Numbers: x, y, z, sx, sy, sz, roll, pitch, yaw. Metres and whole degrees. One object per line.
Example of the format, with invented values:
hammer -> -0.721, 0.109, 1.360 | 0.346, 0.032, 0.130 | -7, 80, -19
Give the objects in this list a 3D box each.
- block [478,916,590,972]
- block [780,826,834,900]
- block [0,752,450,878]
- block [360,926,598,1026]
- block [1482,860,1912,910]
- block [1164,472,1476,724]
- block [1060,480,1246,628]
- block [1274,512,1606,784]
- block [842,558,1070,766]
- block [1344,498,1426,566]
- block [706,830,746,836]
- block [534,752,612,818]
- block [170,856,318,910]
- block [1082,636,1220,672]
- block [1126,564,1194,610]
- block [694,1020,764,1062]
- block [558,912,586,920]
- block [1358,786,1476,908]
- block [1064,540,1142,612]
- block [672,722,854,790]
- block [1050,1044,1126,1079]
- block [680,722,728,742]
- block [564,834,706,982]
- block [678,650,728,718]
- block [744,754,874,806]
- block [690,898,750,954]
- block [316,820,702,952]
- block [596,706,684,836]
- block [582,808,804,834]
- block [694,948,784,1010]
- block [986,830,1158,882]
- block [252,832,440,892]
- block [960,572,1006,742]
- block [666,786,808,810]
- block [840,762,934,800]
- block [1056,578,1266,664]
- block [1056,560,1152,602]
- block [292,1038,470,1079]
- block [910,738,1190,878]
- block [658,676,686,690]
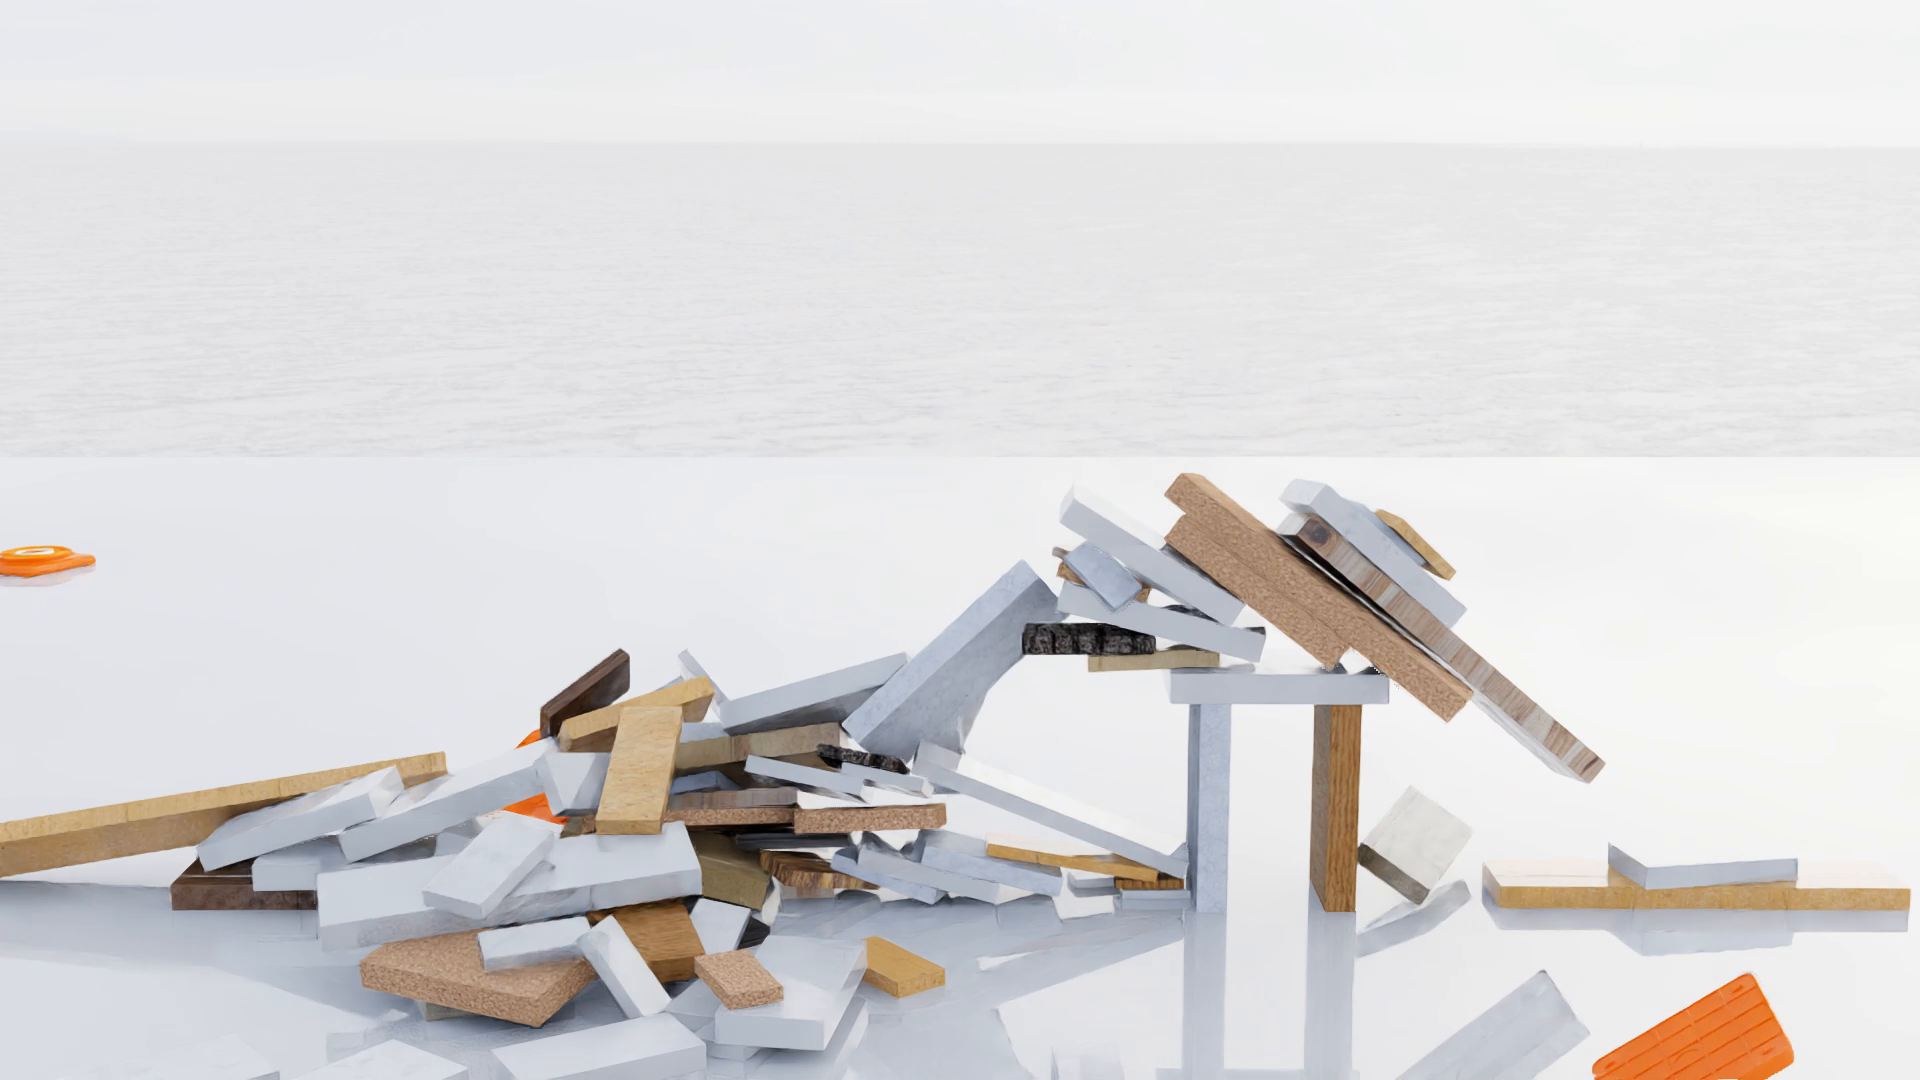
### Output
block -> -0.610, 0.581, 3.168 | 0.157, 0.022, 0.078 | -6, 20, -17
block -> -0.270, 0.553, 3.800 | 0.088, 0.025, 0.317 | -1, 11, -7
block -> -1.266, 0.470, 3.761 | 0.780, 0.036, 0.129 | -9, -31, -10
block -> -0.695, 0.619, 3.178 | 0.303, 0.043, 0.152 | 6, 20, 23
block -> 1.218, 0.573, 3.657 | 0.667, 0.038, 0.134 | 0, 11, 1
block -> 0.584, 0.088, 3.570 | 0.577, 0.047, 0.167 | 40, 12, 13
block -> 0.308, 0.022, 3.545 | 0.319, 0.045, 0.160 | 32, 12, -3
block -> 0.791, 0.176, 3.644 | 0.638, 0.045, 0.160 | 40, -3, -5
block -> -0.003, 0.214, 3.685 | 0.048, 0.405, 0.170 | 47, 0, 32
block -> 0.692, -0.009, 3.617 | 0.149, 0.021, 0.075 | 40, -3, -15
block -> -0.398, 0.507, 3.967 | 0.186, 0.026, 0.093 | -7, 9, 10
block -> -0.593, 0.396, 3.574 | 0.028, 0.099, 0.199 | -37, -24, 29
block -> -1.073, 0.569, 3.664 | 0.428, 0.043, 0.153 | 0, 11, -1
block -> 0.310, 0.185, 3.591 | 0.212, 0.030, 0.106 | -2, 10, -1
block -> 0.324, 0.068, 3.551 | 0.120, 0.017, 0.060 | 30, 13, -12
block -> -0.301, 0.685, 3.093 | 0.083, 0.024, 0.166 | 5, 11, 23
block -> -0.541, 0.568, 3.440 | 0.178, 0.025, 0.089 | 5, 21, -19
block -> 0.769, 0.514, 3.718 | 0.134, 0.038, 0.268 | 35, 29, 16
block -> 0.228, 0.054, 3.511 | 0.060, 0.120, 0.017 | -37, -19, -19
block -> -0.358, 0.392, 3.813 | 0.339, 0.048, 0.170 | -8, -29, 6
block -> 0.173, 0.717, 2.917 | 0.088, 0.025, 0.175 | -1, 11, -3
block -> -0.464, 0.397, 3.898 | 0.137, 0.039, 0.275 | -3, -28, -4
block -> -0.502, 0.558, 3.373 | 0.137, 0.039, 0.372 | -3, 24, -21
block -> -0.445, 0.267, 3.891 | 0.021, 0.075, 0.149 | -36, 68, -17
block -> -0.252, 0.403, 3.685 | 0.201, 0.028, 0.100 | 10, -15, 11
block -> -0.382, 0.610, 3.371 | 0.083, 0.024, 0.166 | 12, 23, 4
block -> -0.680, 0.520, 3.322 | 0.556, 0.044, 0.156 | -7, 22, -15
block -> -0.516, 0.369, 3.561 | 0.099, 0.028, 0.342 | 0, 27, -1
block -> -0.438, 0.463, 3.632 | 0.362, 0.025, 0.089 | 3, -15, -32
block -> -0.312, 0.618, 3.095 | 0.078, 0.022, 0.157 | -5, 12, -24
block -> 0.185, 0.525, 3.655 | 0.284, 0.020, 0.072 | 10, 10, -2
block -> -0.993, 0.530, 3.633 | 0.307, 0.043, 0.153 | -1, 11, -3
block -> 0.037, 0.220, 3.862 | 0.075, 0.378, 0.021 | 0, 32, -46
block -> -0.395, 0.451, 3.741 | 0.259, 0.028, 0.100 | -4, -17, 6
block -> -0.122, 0.401, 3.658 | 0.143, 0.020, 0.072 | 10, -16, 15
block -> 0.328, 0.116, 3.591 | 0.335, 0.047, 0.167 | 15, 12, 2
block -> 0.235, 0.063, 3.561 | 0.149, 0.021, 0.075 | 16, 12, 7
block -> -0.799, 0.727, 2.809 | 0.156, 0.044, 0.311 | 8, 13, 37
block -> 0.150, 0.448, 3.671 | 0.483, 0.030, 0.106 | 21, 11, -2
block -> -0.555, 0.311, 3.872 | 0.186, 0.026, 0.093 | -30, -23, -6
